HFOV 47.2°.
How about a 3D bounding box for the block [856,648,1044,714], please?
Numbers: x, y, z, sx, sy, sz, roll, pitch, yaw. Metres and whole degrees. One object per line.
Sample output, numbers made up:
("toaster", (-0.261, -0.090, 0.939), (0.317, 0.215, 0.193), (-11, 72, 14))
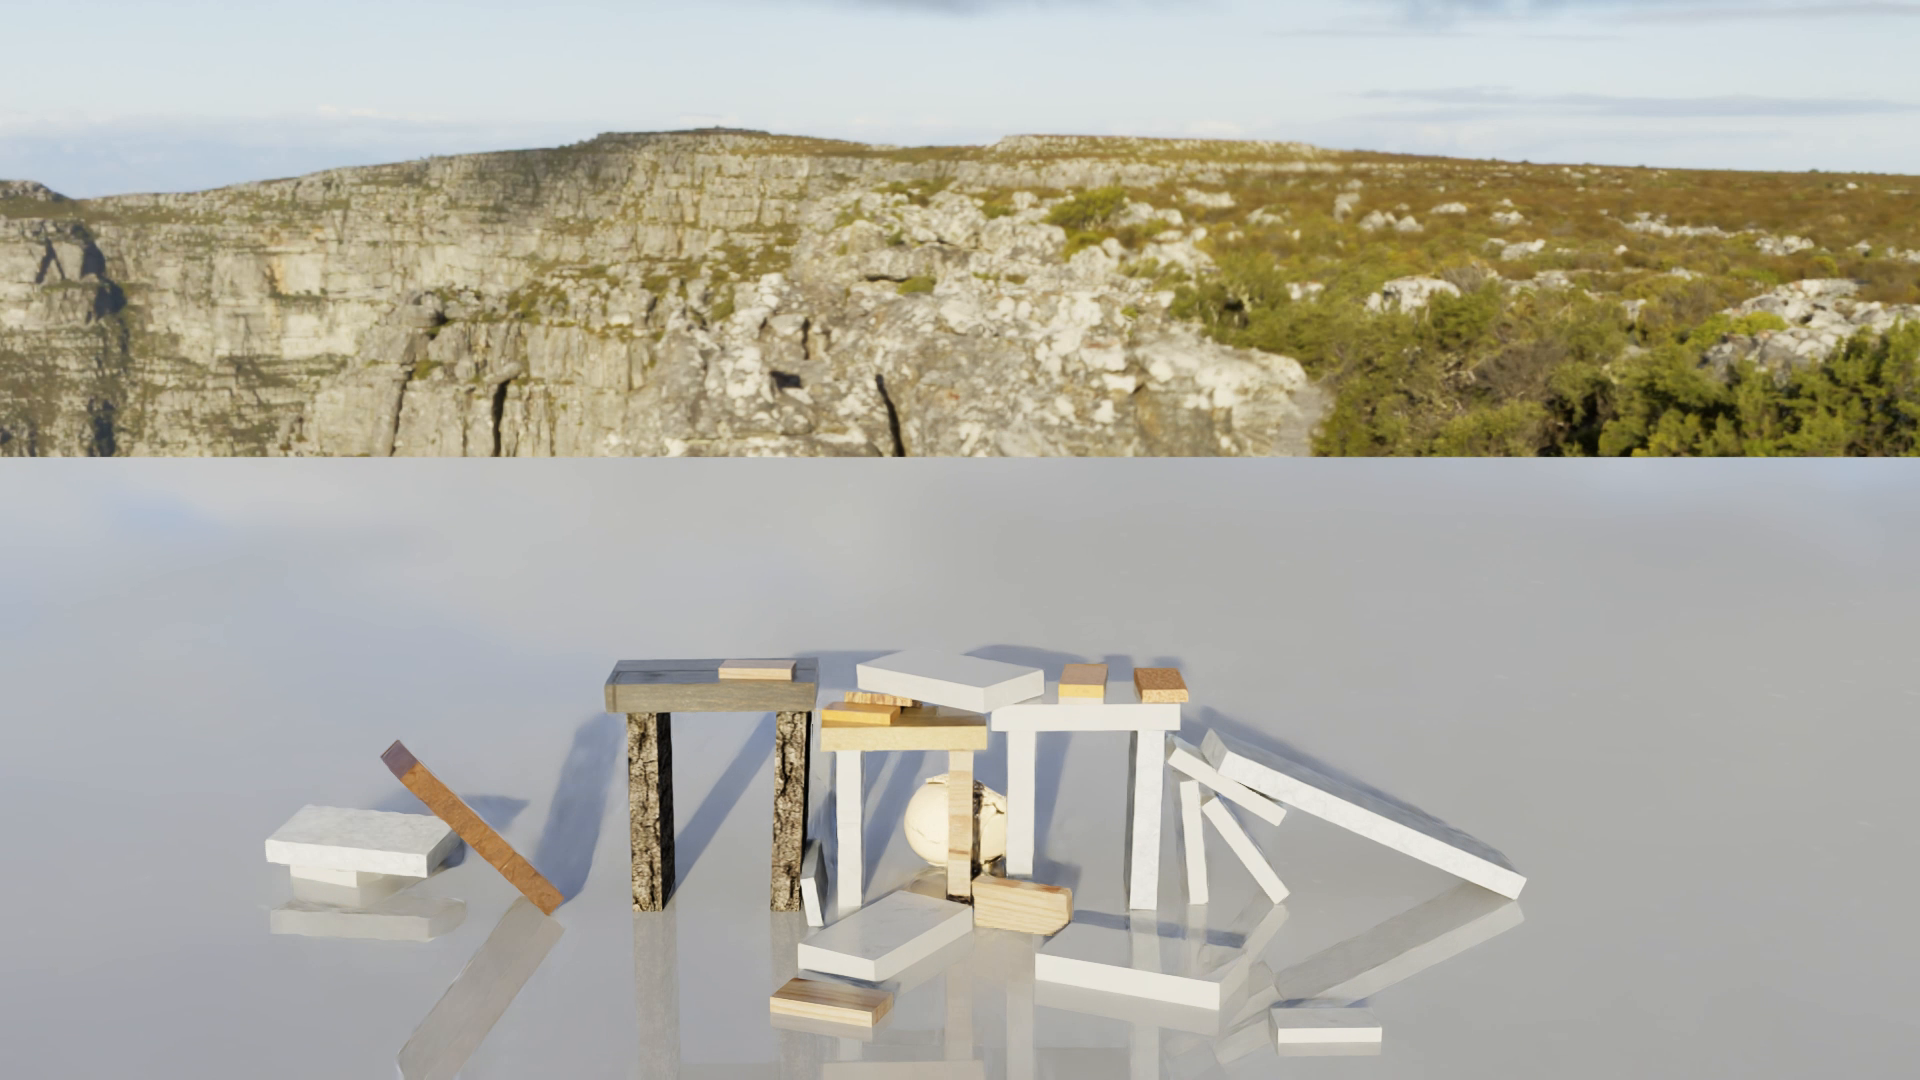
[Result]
("block", (-0.017, 0.229, 3.625), (0.288, 0.041, 0.144), (7, 14, 43))

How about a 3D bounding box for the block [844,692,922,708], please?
("block", (-0.127, 0.266, 3.656), (0.117, 0.017, 0.059), (3, -5, 17))

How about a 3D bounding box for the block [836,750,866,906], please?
("block", (-0.180, 0.458, 3.648), (0.038, 0.267, 0.134), (0, 11, 0))

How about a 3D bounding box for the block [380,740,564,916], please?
("block", (-0.788, 0.465, 3.558), (0.041, 0.344, 0.144), (-47, 25, -12))

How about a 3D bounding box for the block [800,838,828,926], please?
("block", (-0.238, 0.560, 3.606), (0.023, 0.080, 0.199), (-9, 10, 1))

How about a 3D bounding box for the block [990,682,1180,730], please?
("block", (0.202, 0.271, 3.606), (0.302, 0.043, 0.151), (0, 11, 0))

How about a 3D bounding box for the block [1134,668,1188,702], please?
("block", (0.329, 0.238, 3.611), (0.072, 0.021, 0.145), (0, 11, -1))

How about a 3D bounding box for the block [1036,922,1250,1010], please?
("block", (0.274, 0.638, 3.301), (0.288, 0.041, 0.144), (5, 12, 24))

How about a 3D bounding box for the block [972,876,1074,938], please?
("block", (0.100, 0.582, 3.487), (0.159, 0.080, 0.023), (4, 23, 23))

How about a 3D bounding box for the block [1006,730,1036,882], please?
("block", (0.099, 0.441, 3.640), (0.043, 0.302, 0.151), (0, 11, 0))

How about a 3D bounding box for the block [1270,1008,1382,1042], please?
("block", (0.515, 0.685, 3.104), (0.145, 0.021, 0.072), (0, 11, -2))

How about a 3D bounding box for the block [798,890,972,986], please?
("block", (-0.113, 0.616, 3.420), (0.140, 0.040, 0.280), (6, 12, 31))

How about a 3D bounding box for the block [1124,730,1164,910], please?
("block", (0.304, 0.441, 3.640), (0.043, 0.302, 0.151), (2, 11, 0))

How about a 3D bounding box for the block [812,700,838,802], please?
("block", (-0.238, 0.411, 4.247), (0.040, 0.140, 0.280), (-2, 11, -15))

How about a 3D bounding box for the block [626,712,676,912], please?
("block", (-0.510, 0.426, 3.636), (0.047, 0.335, 0.167), (0, 11, 0))

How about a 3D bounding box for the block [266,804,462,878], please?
("block", (-1.009, 0.509, 3.732), (0.287, 0.041, 0.144), (4, 18, 11))

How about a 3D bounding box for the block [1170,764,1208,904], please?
("block", (0.380, 0.486, 3.649), (0.030, 0.211, 0.105), (-7, 11, -3))

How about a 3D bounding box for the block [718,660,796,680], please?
("block", (-0.328, 0.210, 3.569), (0.117, 0.017, 0.058), (0, 11, 5))

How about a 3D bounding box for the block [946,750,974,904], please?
("block", (-0.001, 0.458, 3.645), (0.038, 0.267, 0.134), (1, 11, -1))

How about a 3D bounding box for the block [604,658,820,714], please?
("block", (-0.402, 0.237, 3.600), (0.335, 0.047, 0.167), (-1, 11, -1))

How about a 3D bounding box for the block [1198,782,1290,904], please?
("block", (0.465, 0.499, 3.649), (0.030, 0.211, 0.105), (-37, 10, 4))

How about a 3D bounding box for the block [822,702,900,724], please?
("block", (-0.162, 0.283, 3.605), (0.117, 0.017, 0.058), (3, 11, 16))

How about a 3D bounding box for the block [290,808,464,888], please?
("block", (-1.016, 0.536, 3.849), (0.144, 0.041, 0.287), (5, 12, 25))

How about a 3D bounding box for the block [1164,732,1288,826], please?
("block", (0.435, 0.394, 3.627), (0.211, 0.030, 0.105), (30, 7, -4))

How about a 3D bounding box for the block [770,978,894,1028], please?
("block", (-0.186, 0.669, 3.183), (0.159, 0.023, 0.080), (4, 11, 20))

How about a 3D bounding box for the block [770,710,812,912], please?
("block", (-0.278, 0.425, 3.636), (0.047, 0.335, 0.167), (3, 10, -1))

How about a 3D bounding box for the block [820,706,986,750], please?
("block", (-0.092, 0.309, 3.615), (0.267, 0.038, 0.134), (0, 11, -2))

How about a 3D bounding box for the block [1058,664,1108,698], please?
("block", (0.205, 0.232, 3.643), (0.072, 0.021, 0.145), (1, 11, 7))

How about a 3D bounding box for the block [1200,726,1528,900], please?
("block", (0.669, 0.454, 3.659), (0.558, 0.041, 0.144), (23, 8, -9))
